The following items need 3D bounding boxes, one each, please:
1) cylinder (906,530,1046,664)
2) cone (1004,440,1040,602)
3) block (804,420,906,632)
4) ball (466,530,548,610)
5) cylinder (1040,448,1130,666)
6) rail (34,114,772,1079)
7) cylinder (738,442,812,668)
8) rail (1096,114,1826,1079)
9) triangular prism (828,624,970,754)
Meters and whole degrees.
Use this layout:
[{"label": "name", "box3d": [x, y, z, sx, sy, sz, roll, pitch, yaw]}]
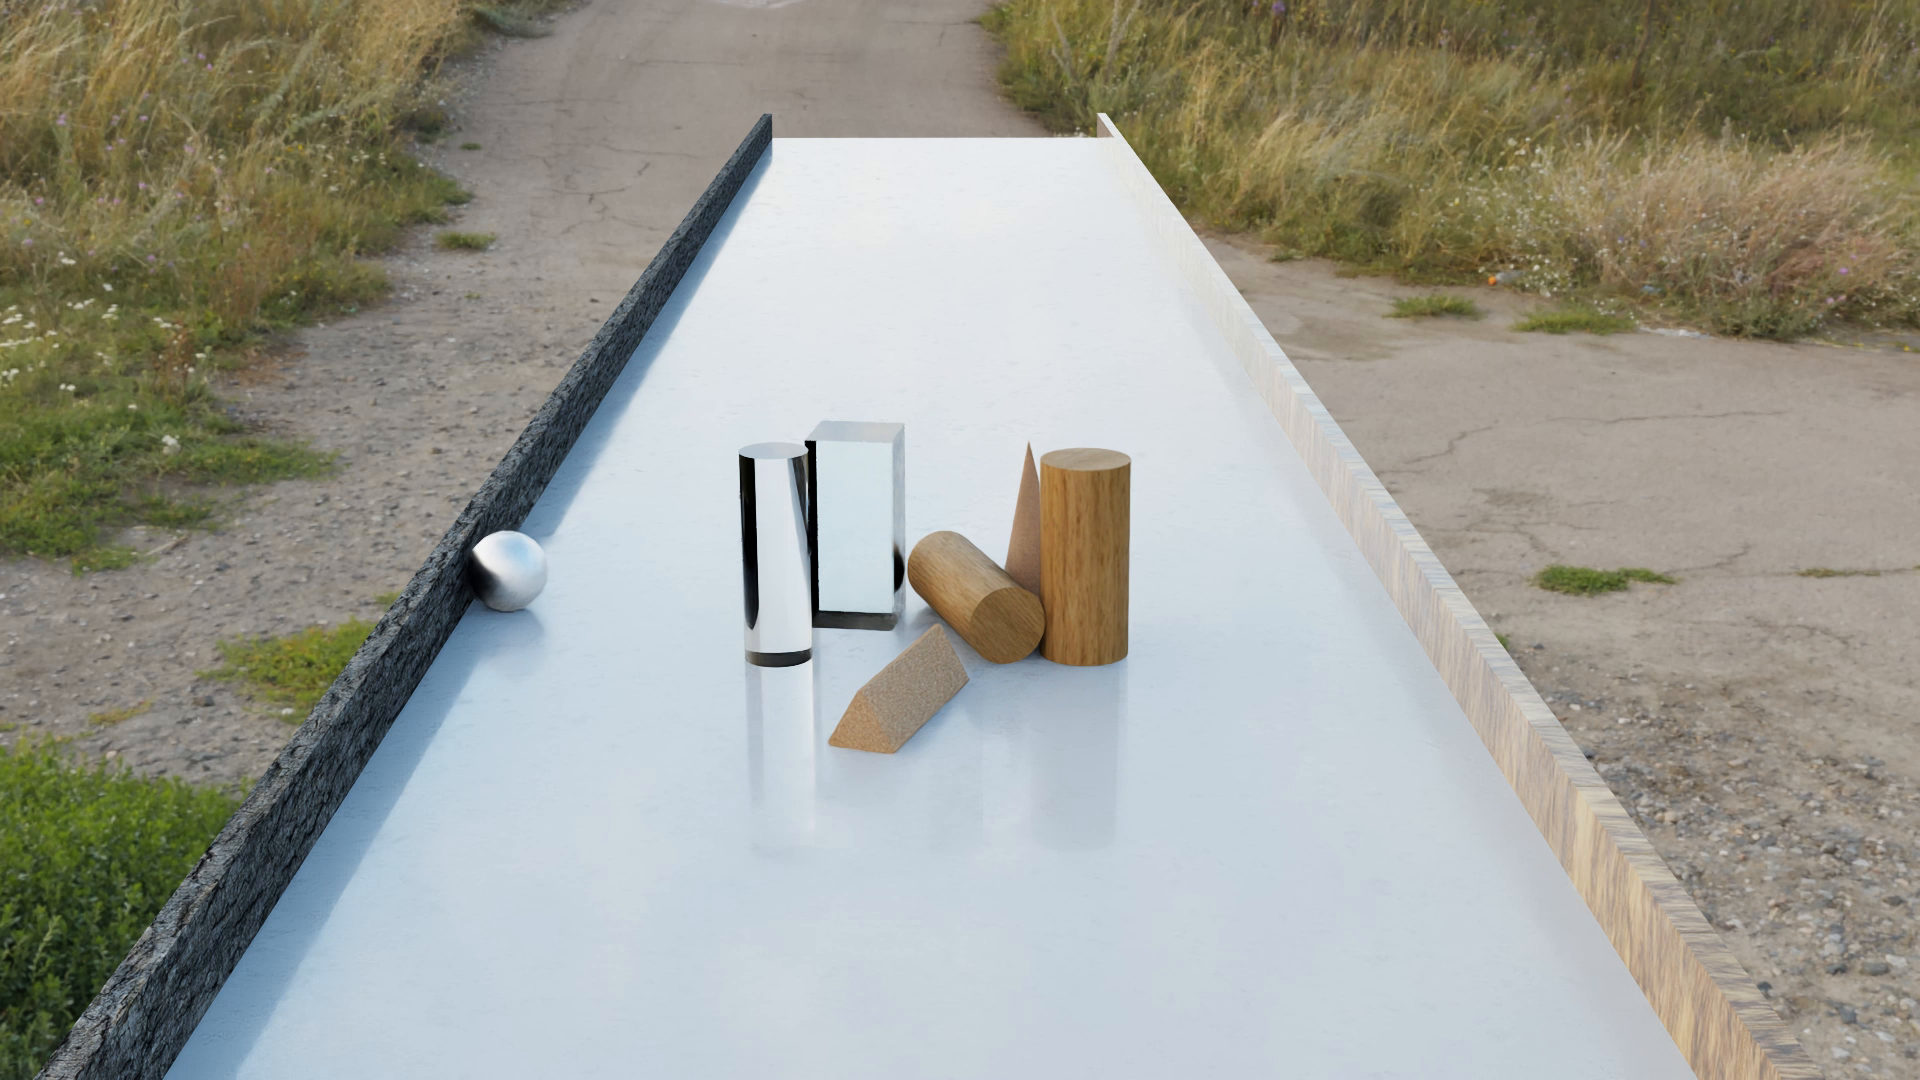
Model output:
[{"label": "cylinder", "box3d": [0.028, 0.113, 4.565, 0.161, 0.161, 0.421, -5, 17, -18]}, {"label": "cone", "box3d": [0.149, -0.029, 4.619, 0.158, 0.391, 0.158, -2, 20, 1]}, {"label": "block", "box3d": [-0.217, -0.032, 4.625, 0.179, 0.404, 0.179, 2, 17, 8]}, {"label": "ball", "box3d": [-0.969, 0.065, 4.708, 0.171, 0.171, 0.171, 0, 17, 0]}, {"label": "cylinder", "box3d": [0.250, 0.033, 4.405, 0.180, 0.404, 0.180, 0, 17, 0]}, {"label": "rail", "box3d": [-1.118, -0.838, 7.780, 0.050, 0.150, 12.000, 0, 17, -1]}, {"label": "cylinder", "box3d": [-0.366, 0.029, 4.378, 0.137, 0.427, 0.137, 0, 17, 0]}, {"label": "rail", "box3d": [0.932, -0.844, 7.801, 0.050, 0.150, 12.000, 0, 17, -1]}, {"label": "triangular prism", "box3d": [-0.111, 0.269, 4.117, 0.129, 0.111, 0.397, 6, 18, 19]}]
